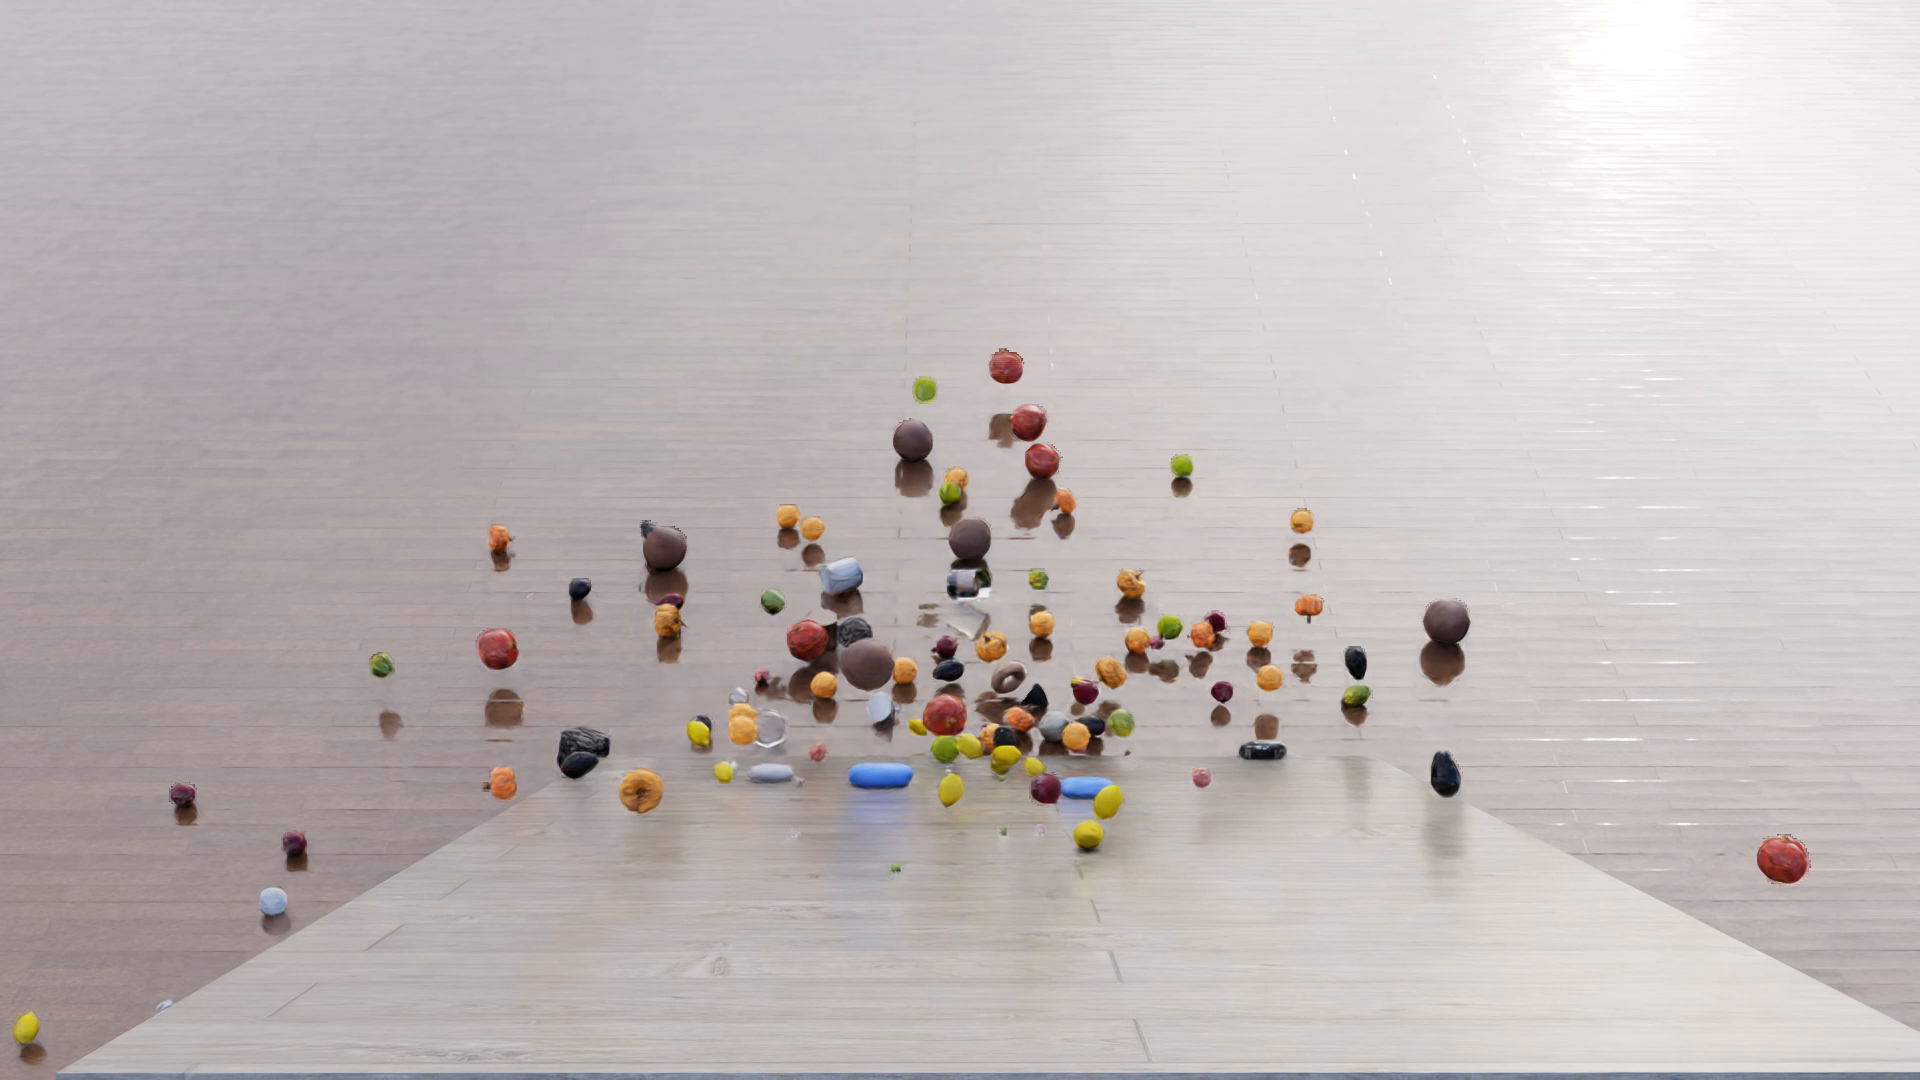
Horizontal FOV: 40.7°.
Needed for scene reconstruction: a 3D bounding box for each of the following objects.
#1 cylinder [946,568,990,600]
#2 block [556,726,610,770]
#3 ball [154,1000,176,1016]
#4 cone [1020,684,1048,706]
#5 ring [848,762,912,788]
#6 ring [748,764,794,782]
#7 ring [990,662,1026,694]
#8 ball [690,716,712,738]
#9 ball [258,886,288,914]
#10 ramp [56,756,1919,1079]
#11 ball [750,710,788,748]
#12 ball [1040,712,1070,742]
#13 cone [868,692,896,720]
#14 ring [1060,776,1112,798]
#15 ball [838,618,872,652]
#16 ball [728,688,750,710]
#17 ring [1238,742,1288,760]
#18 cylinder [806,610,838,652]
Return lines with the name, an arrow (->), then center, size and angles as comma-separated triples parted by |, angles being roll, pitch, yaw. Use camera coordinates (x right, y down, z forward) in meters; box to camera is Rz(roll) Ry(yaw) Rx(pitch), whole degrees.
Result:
cylinder -> 0.025, 0.128, 7.445 | 0.093, 0.093, 0.093 | -1, 25, 35
block -> -0.980, 0.548, 6.734 | 0.092, 0.092, 0.092 | 17, 13, 26
ball -> -1.800, 1.078, 5.884 | 0.063, 0.063, 0.063 | 0, 30, 0
cone -> 0.190, 0.434, 6.995 | 0.071, 0.071, 0.071 | -25, 36, -14
ring -> -0.180, 0.532, 5.857 | 0.145, 0.048, 0.145 | -1, -1, 0
ring -> -0.438, 0.539, 5.986 | 0.103, 0.034, 0.103 | 1, 0, 0
ring -> 0.132, 0.374, 7.030 | 0.106, 0.106, 0.035 | -14, 48, -23
ball -> -0.688, 0.495, 6.883 | 0.060, 0.060, 0.060 | 0, 30, 0
ball -> -1.656, 0.869, 6.236 | 0.067, 0.067, 0.067 | 0, 30, 0
ramp -> 0.068, 0.603, 4.666 | 2.000, 0.100, 4.000 | 0, 0, 0
ball -> -0.506, 0.497, 6.840 | 0.100, 0.100, 0.100 | 0, 30, 0
ball -> 0.250, 0.494, 6.864 | 0.081, 0.081, 0.081 | 0, 30, 0
cone -> -0.194, 0.455, 6.967 | 0.078, 0.078, 0.078 | 25, 2, 36
ring -> 0.274, 0.536, 5.606 | 0.116, 0.039, 0.116 | 1, 1, 0
ball -> -0.294, 0.264, 7.241 | 0.096, 0.096, 0.096 | 0, 30, 0
ball -> -0.598, 0.429, 7.000 | 0.056, 0.056, 0.056 | 0, 30, 0
ring -> 0.771, 0.537, 6.586 | 0.123, 0.041, 0.123 | -1, 1, 0
cylinder -> -0.386, 0.254, 7.268 | 0.088, 0.088, 0.088 | 0, 30, 0
